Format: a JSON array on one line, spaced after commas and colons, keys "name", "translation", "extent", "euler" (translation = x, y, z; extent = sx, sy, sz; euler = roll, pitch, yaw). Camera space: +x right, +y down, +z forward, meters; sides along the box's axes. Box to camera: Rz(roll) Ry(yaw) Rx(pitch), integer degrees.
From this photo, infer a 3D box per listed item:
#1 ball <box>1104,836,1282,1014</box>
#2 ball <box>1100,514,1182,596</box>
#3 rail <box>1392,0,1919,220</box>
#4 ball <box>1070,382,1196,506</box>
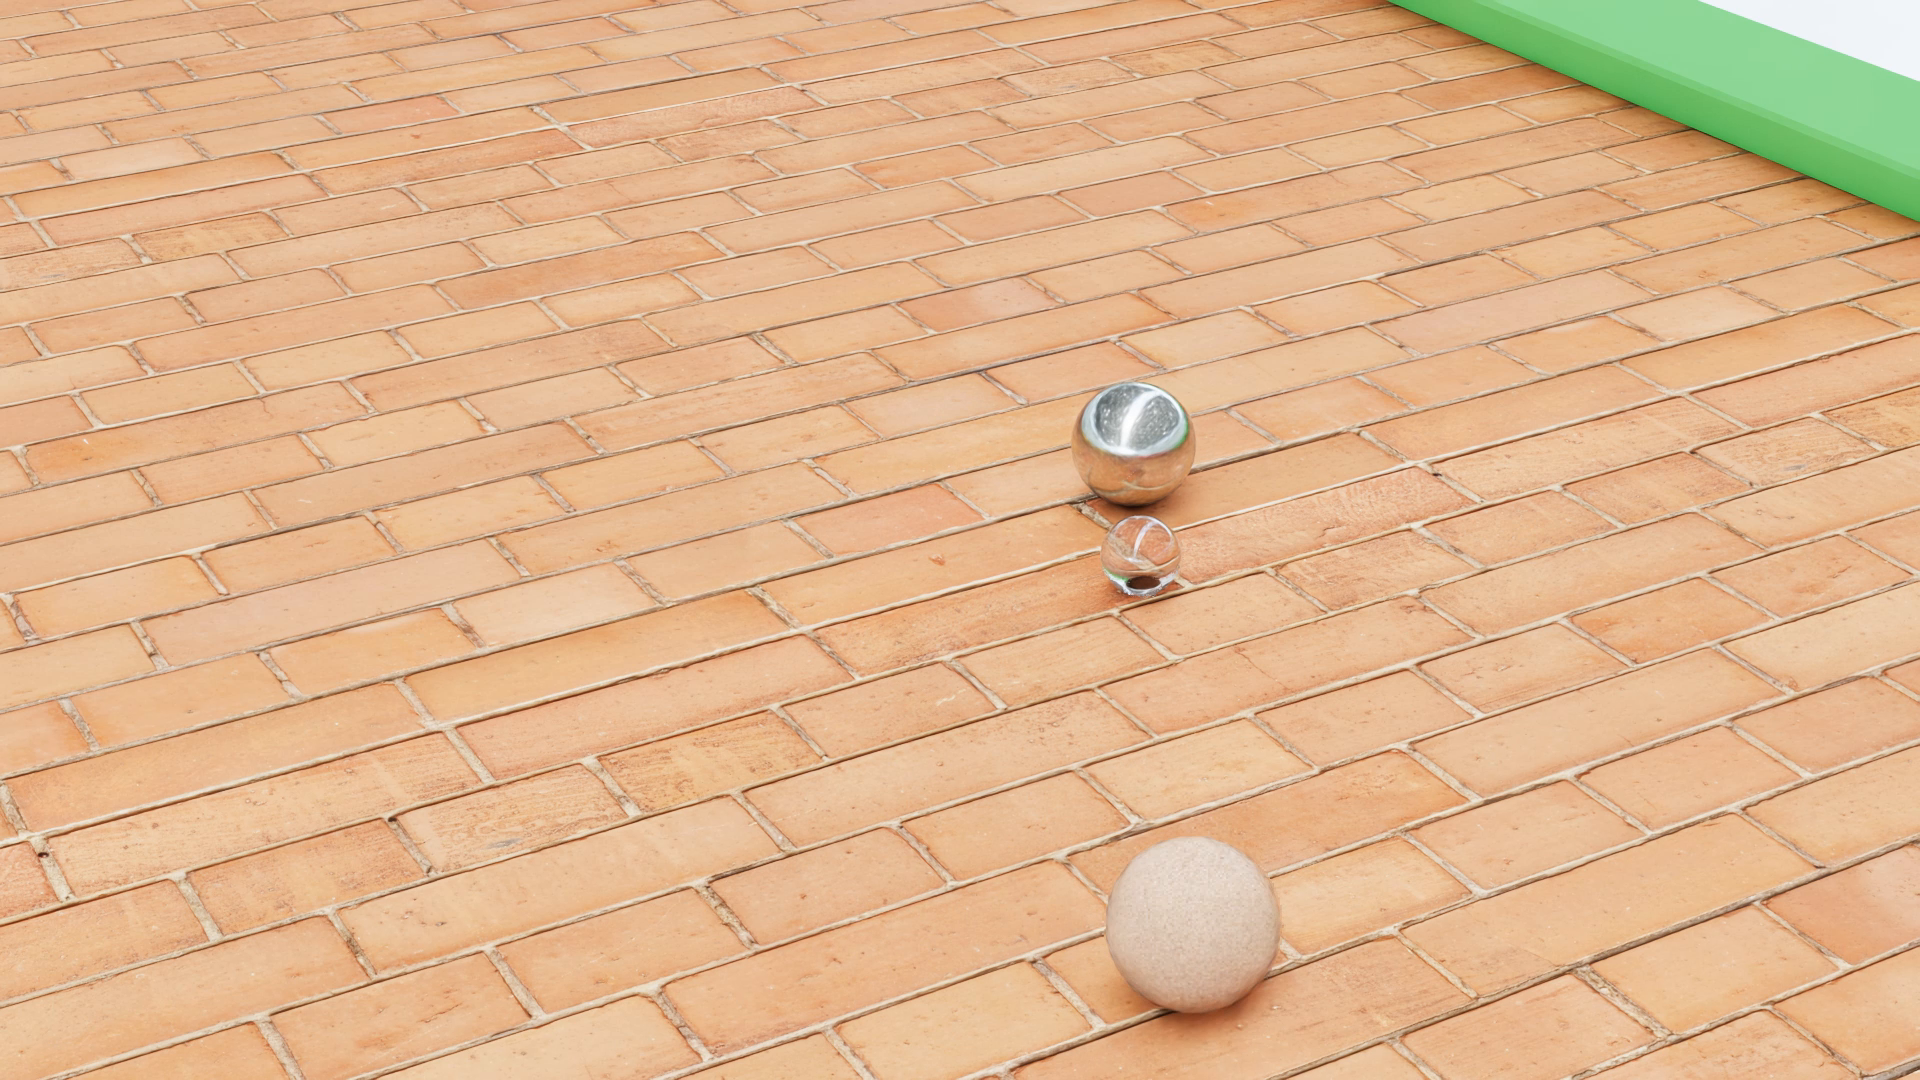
[{"name": "ball", "translation": [0.122, 0.201, 1.537], "extent": [0.092, 0.092, 0.092], "euler": [0, 27, 0]}, {"name": "ball", "translation": [0.120, 0.010, 1.950], "extent": [0.054, 0.054, 0.054], "euler": [0, 27, 0]}, {"name": "rail", "translation": [0.411, -0.653, 3.173], "extent": [0.045, 0.119, 4.006], "euler": [-15, 31, -26]}, {"name": "ball", "translation": [0.122, -0.067, 2.065], "extent": [0.088, 0.088, 0.088], "euler": [0, 27, 0]}]
